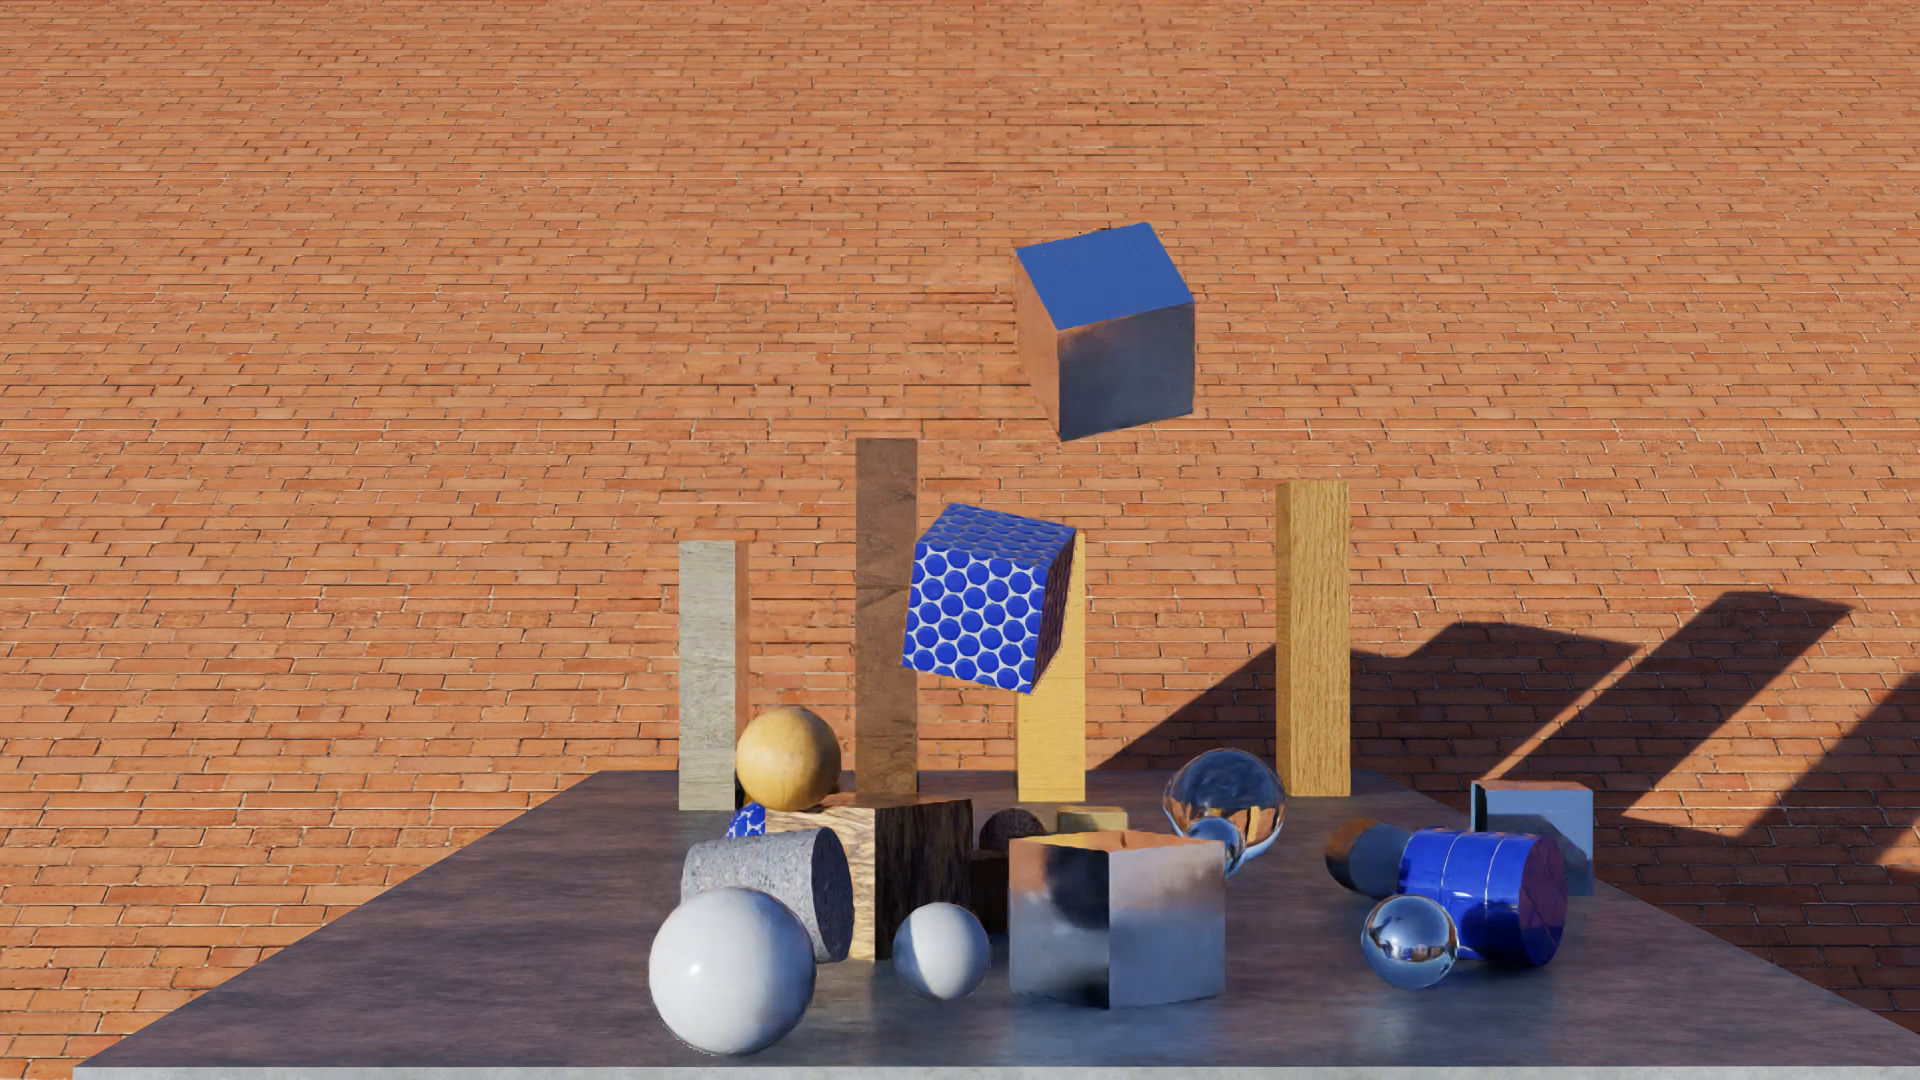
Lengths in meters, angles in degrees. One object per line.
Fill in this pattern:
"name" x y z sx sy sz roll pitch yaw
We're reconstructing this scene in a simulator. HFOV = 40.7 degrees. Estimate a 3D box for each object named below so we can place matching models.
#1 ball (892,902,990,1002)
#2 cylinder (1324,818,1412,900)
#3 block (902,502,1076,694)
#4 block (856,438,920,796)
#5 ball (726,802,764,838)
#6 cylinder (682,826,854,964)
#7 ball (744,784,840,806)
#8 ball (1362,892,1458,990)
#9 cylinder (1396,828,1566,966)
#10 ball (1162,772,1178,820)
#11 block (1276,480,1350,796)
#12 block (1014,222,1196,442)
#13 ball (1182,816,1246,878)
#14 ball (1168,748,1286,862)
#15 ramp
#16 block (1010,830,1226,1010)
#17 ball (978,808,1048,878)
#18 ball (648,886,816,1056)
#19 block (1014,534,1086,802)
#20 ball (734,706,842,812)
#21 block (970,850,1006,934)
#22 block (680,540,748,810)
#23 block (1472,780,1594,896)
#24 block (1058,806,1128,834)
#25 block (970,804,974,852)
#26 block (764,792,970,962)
"ball" -0.021 0.460 2.896 0.111 0.111 0.111 0 32 0
"cylinder" 0.658 0.508 4.144 0.118 0.118 0.118 -6 0 -10
"block" 0.037 0.069 3.183 0.162 0.162 0.162 12 21 12
"block" -0.123 0.201 4.470 0.101 0.741 0.305 0 -1 0
"ball" -0.312 0.496 4.241 0.146 0.146 0.146 0 32 0
"cylinder" -0.231 0.437 3.141 0.163 0.163 0.163 -8 30 14
"ball" -0.304 0.484 4.712 0.180 0.180 0.180 0 32 0
"ball" 0.558 0.497 3.211 0.119 0.119 0.119 0 32 0
"cylinder" 0.694 0.473 3.444 0.170 0.170 0.170 0 27 34
"ball" 0.464 0.513 5.119 0.129 0.129 0.129 0 32 0
"block" 0.826 0.227 6.076 0.135 0.722 0.279 0 -1 0
"block" 0.162 -0.234 2.907 0.158 0.158 0.158 -13 43 -10
"ball" 0.422 0.514 4.322 0.109 0.109 0.109 0 32 0
"ball" 0.471 0.469 4.571 0.205 0.205 0.205 0 32 0
"ramp" 0.071 0.623 4.710 2.000 0.100 4.000 0 -1 0
"block" 0.193 0.463 3.185 0.187 0.187 0.187 0 -1 -38
"ball" 0.090 0.511 4.367 0.117 0.117 0.117 0 32 0
"ball" -0.244 0.461 2.781 0.180 0.180 0.180 0 32 0
"block" 0.206 0.288 6.034 0.149 0.600 0.450 0 -1 0
"ball" -0.231 0.296 3.493 0.143 0.143 0.143 0 32 0
"block" 0.005 0.509 3.742 0.107 0.107 0.107 0 -1 -9
"block" -0.547 0.294 5.781 0.119 0.582 0.380 0 -1 0
"block" 0.927 0.483 4.204 0.169 0.169 0.169 0 -1 3
"block" 0.226 0.516 4.431 0.109 0.109 0.109 0 -1 -3
"block" -0.078 0.497 4.190 0.142 0.142 0.142 -1 -1 44
"block" -0.127 0.460 3.582 0.202 0.202 0.202 -1 -1 39
